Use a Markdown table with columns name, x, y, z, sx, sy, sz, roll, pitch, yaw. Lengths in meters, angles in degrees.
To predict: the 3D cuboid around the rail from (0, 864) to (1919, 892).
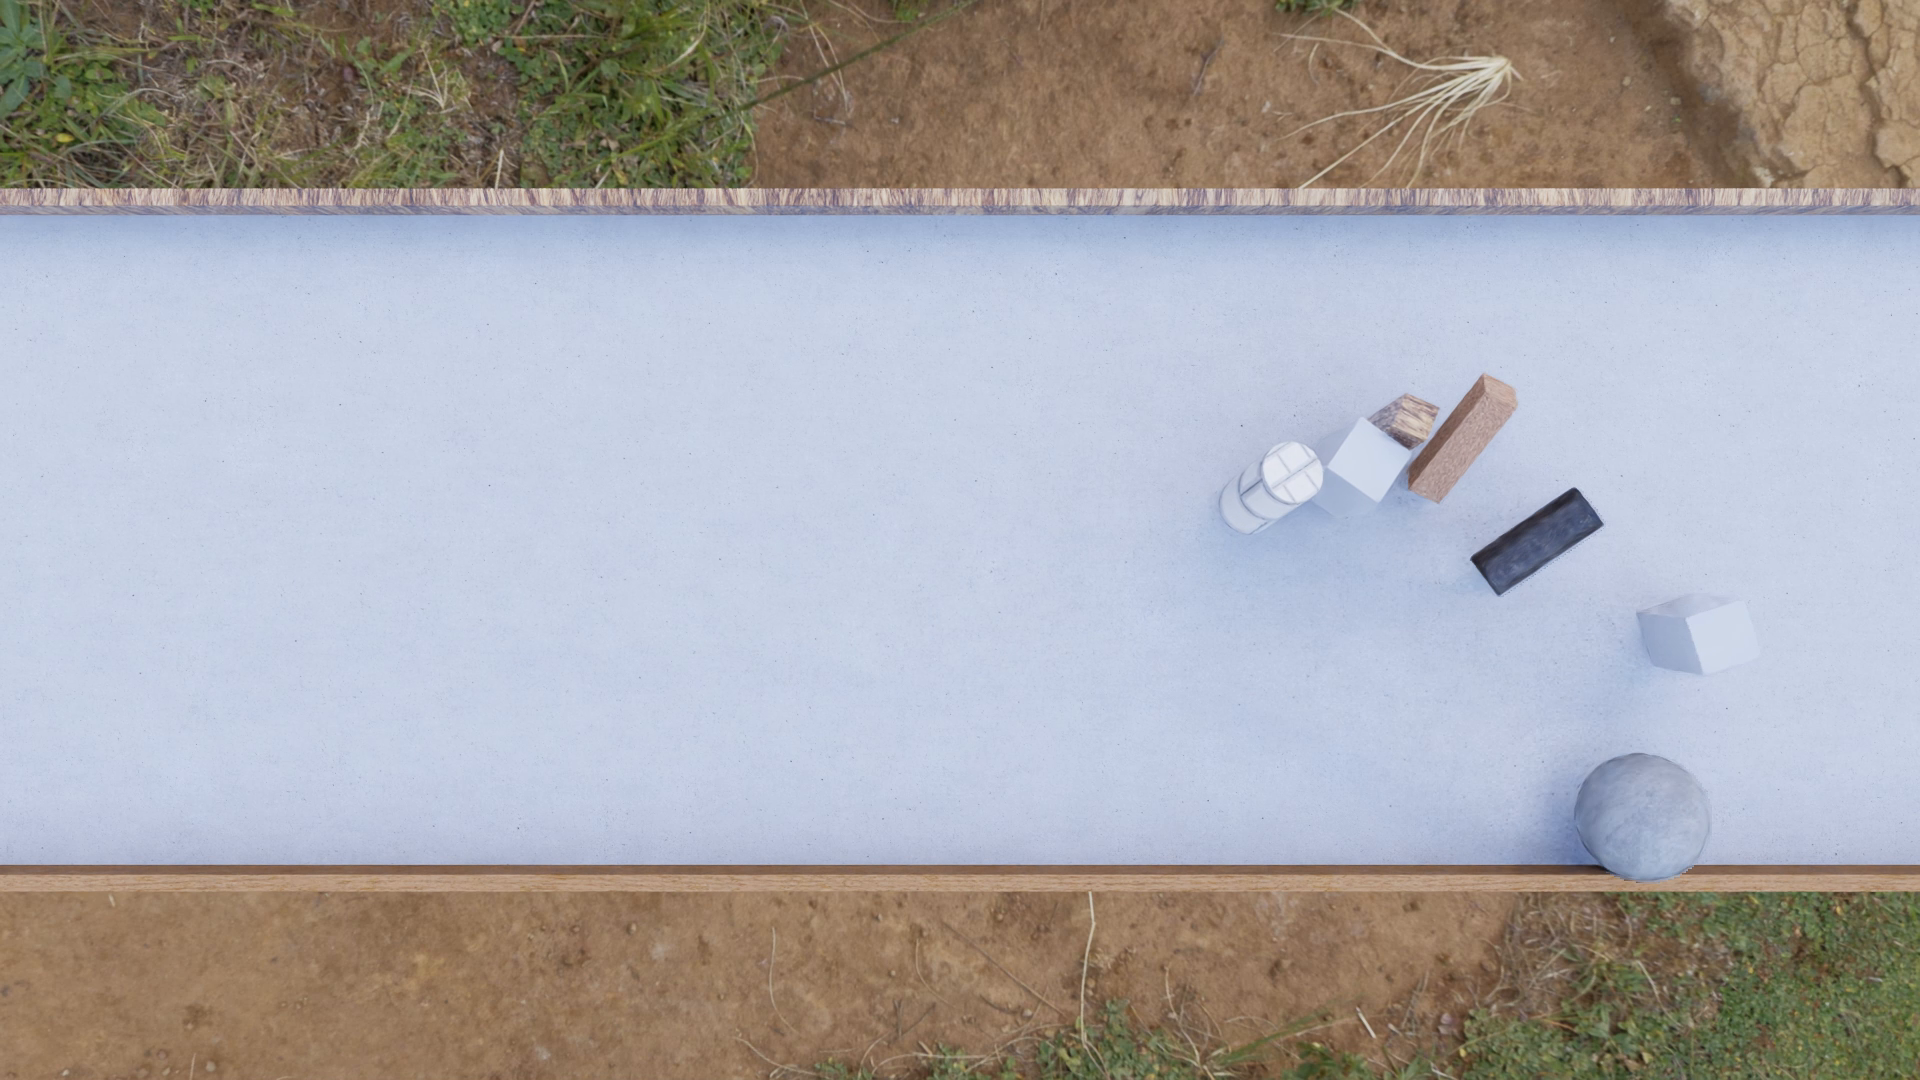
| name | x | y | z | sx | sy | sz | roll | pitch | yaw |
| --- | --- | --- | --- | --- | --- | --- | --- | --- | --- |
| rail | -2.247 | 1.025 | 5.001 | 12.000 | 0.150 | 0.050 | 0 | 90 | 0 |

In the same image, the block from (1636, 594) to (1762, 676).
| name | x | y | z | sx | sy | sz | roll | pitch | yaw |
| --- | --- | --- | --- | --- | --- | --- | --- | --- | --- |
| block | 2.192 | 0.278 | 4.903 | 0.175 | 0.347 | 0.175 | -19 | 90 | 0 |

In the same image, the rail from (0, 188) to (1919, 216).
| name | x | y | z | sx | sy | sz | roll | pitch | yaw |
| --- | --- | --- | --- | --- | --- | --- | --- | --- | --- |
| rail | -2.247 | -1.025 | 5.002 | 12.000 | 0.150 | 0.050 | 0 | 90 | 0 |

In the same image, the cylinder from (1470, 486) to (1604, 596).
| name | x | y | z | sx | sy | sz | roll | pitch | yaw |
| --- | --- | --- | --- | --- | --- | --- | --- | --- | --- |
| cylinder | 1.732 | 0.005 | 4.963 | 0.367 | 0.145 | 0.145 | -37 | 90 | 13 |

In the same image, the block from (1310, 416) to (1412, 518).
| name | x | y | z | sx | sy | sz | roll | pitch | yaw |
| --- | --- | --- | --- | --- | --- | --- | --- | --- | --- |
| block | 1.151 | -0.208 | 4.875 | 0.179 | 0.384 | 0.179 | 36 | 83 | 0 |

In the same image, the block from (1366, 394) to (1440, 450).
| name | x | y | z | sx | sy | sz | roll | pitch | yaw |
| --- | --- | --- | --- | --- | --- | --- | --- | --- | --- |
| block | 1.269 | -0.318 | 4.850 | 0.103 | 0.444 | 0.103 | 24 | 82 | 0 |

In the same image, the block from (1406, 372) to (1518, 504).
| name | x | y | z | sx | sy | sz | roll | pitch | yaw |
| --- | --- | --- | --- | --- | --- | --- | --- | --- | --- |
| block | 1.488 | -0.298 | 4.904 | 0.107 | 0.107 | 0.400 | 24 | 129 | -7 |

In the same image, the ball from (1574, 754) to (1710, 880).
| name | x | y | z | sx | sy | sz | roll | pitch | yaw |
| --- | --- | --- | --- | --- | --- | --- | --- | --- | --- |
| ball | 2.018 | 0.819 | 4.883 | 0.373 | 0.373 | 0.373 | 0 | 90 | 0 |

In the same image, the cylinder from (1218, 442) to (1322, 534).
| name | x | y | z | sx | sy | sz | roll | pitch | yaw |
| --- | --- | --- | --- | --- | --- | --- | --- | --- | --- |
| cylinder | 0.913 | -0.149 | 4.870 | 0.179 | 0.377 | 0.179 | 3 | 76 | -10 |
